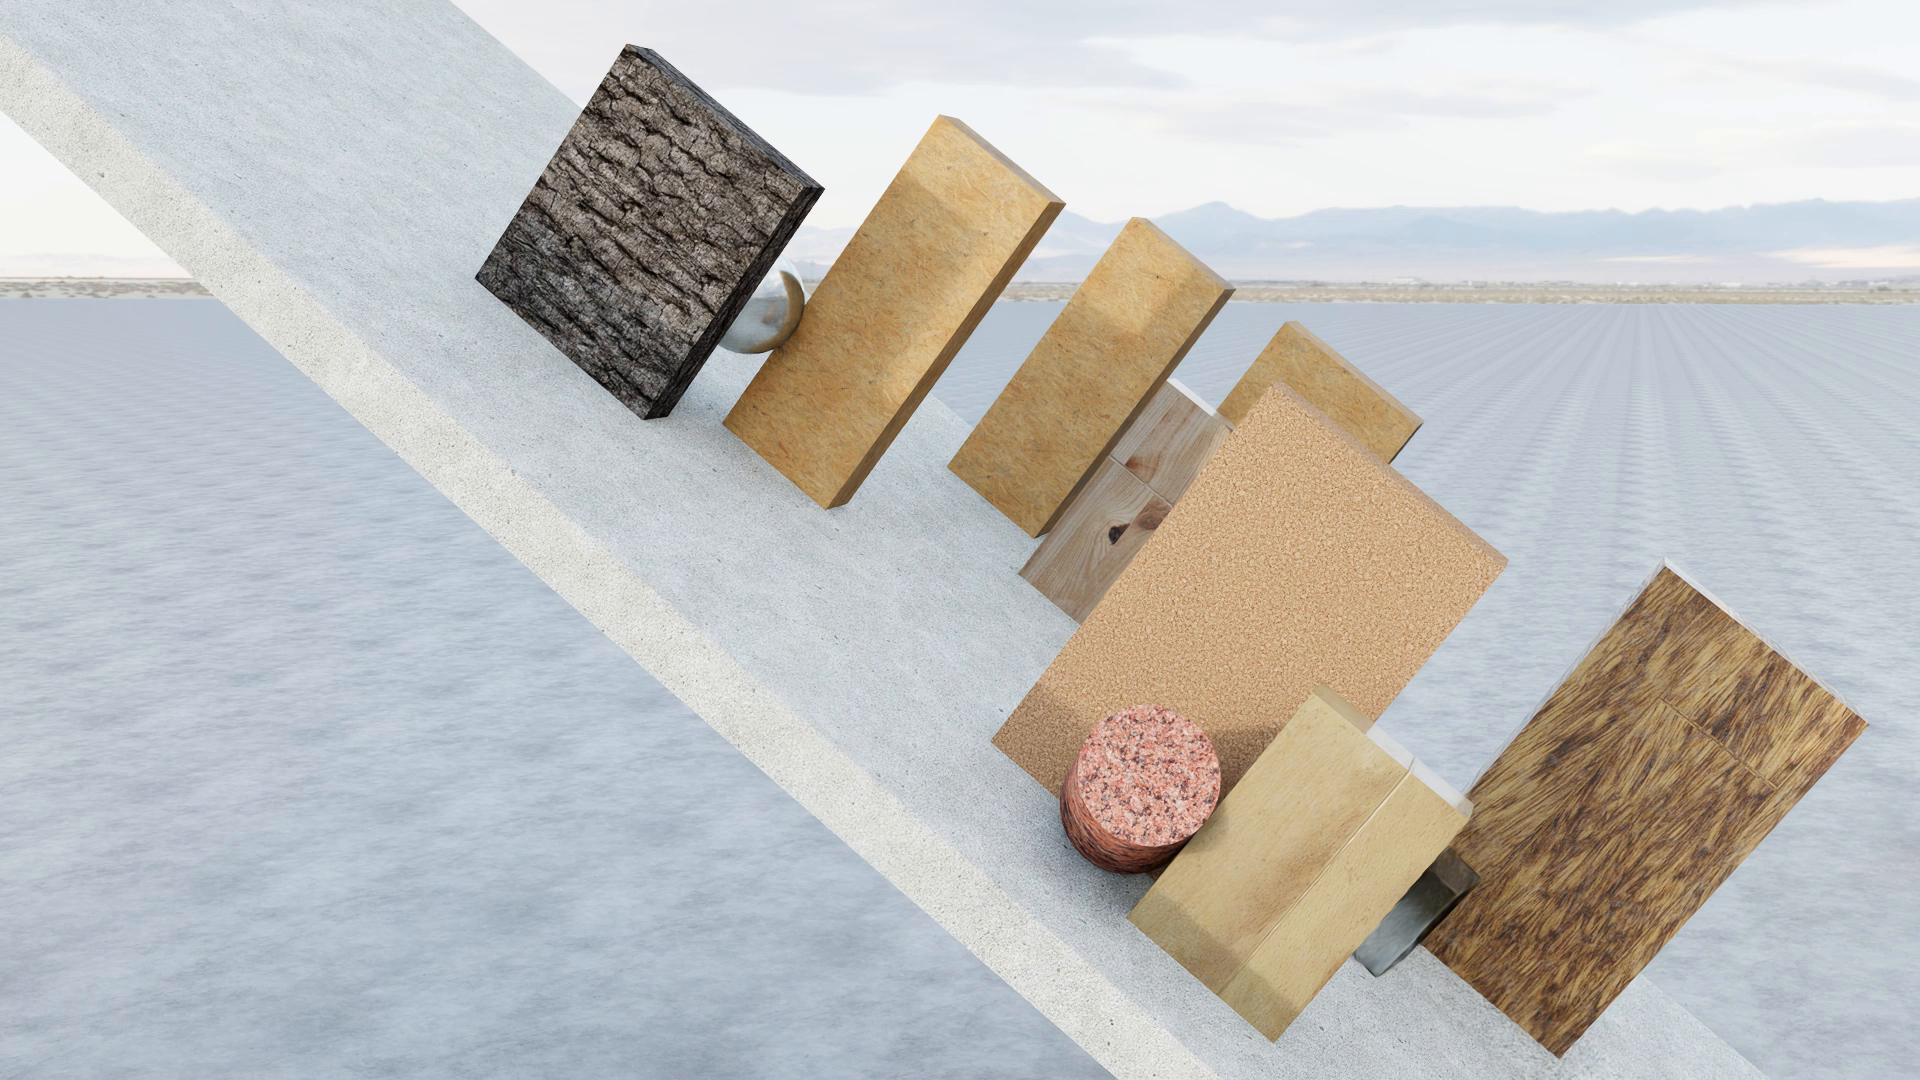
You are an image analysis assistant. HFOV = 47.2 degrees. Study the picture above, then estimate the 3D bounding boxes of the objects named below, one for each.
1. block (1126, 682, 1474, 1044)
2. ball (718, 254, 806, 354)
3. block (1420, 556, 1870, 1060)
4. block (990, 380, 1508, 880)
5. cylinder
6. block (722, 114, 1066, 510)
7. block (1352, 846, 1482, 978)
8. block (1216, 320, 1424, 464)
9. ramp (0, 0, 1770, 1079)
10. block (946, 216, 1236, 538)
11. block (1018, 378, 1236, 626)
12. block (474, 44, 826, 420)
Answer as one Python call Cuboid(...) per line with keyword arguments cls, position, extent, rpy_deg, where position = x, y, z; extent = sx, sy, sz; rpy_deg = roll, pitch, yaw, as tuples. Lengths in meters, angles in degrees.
Cuboid(cls="block", position=(0.488, 0.465, 3.174), extent=(0.276, 0.439, 0.095), rpy_deg=(40, 16, 9))
Cuboid(cls="ball", position=(-0.366, -0.419, 3.818), extent=(0.194, 0.194, 0.194), rpy_deg=(0, 7, 0))
Cuboid(cls="block", position=(1.157, 0.477, 3.903), extent=(0.423, 0.800, 0.132), rpy_deg=(40, 16, 9))
Cuboid(cls="block", position=(0.435, 0.173, 3.377), extent=(0.435, 0.715, 0.103), rpy_deg=(40, 16, 9))
Cuboid(cls="cylinder", position=(0.262, 0.370, 3.239), extent=(0.207, 0.207, 0.207), rpy_deg=(-1, -20, -5))
Cuboid(cls="block", position=(-0.120, -0.397, 3.879), extent=(0.247, 0.675, 0.115), rpy_deg=(40, 16, 9))
Cuboid(cls="block", position=(0.731, 0.591, 3.759), extent=(0.200, 0.200, 0.200), rpy_deg=(46, 18, 18))
Cuboid(cls="block", position=(0.616, -0.087, 4.587), extent=(0.339, 0.668, 0.149), rpy_deg=(40, 16, 9))
Cuboid(cls="ramp", position=(-0.044, 0.101, 4.060), extent=(4.000, 0.100, 2.000), rpy_deg=(40, 16, 9))
Cuboid(cls="block", position=(0.271, -0.336, 4.585), extent=(0.241, 0.652, 0.134), rpy_deg=(40, 16, 9))
Cuboid(cls="block", position=(0.385, -0.025, 4.261), extent=(0.315, 0.482, 0.085), rpy_deg=(40, 16, 9))
Cuboid(cls="block", position=(-0.526, -0.515, 3.701), extent=(0.390, 0.483, 0.101), rpy_deg=(40, 16, 9))
